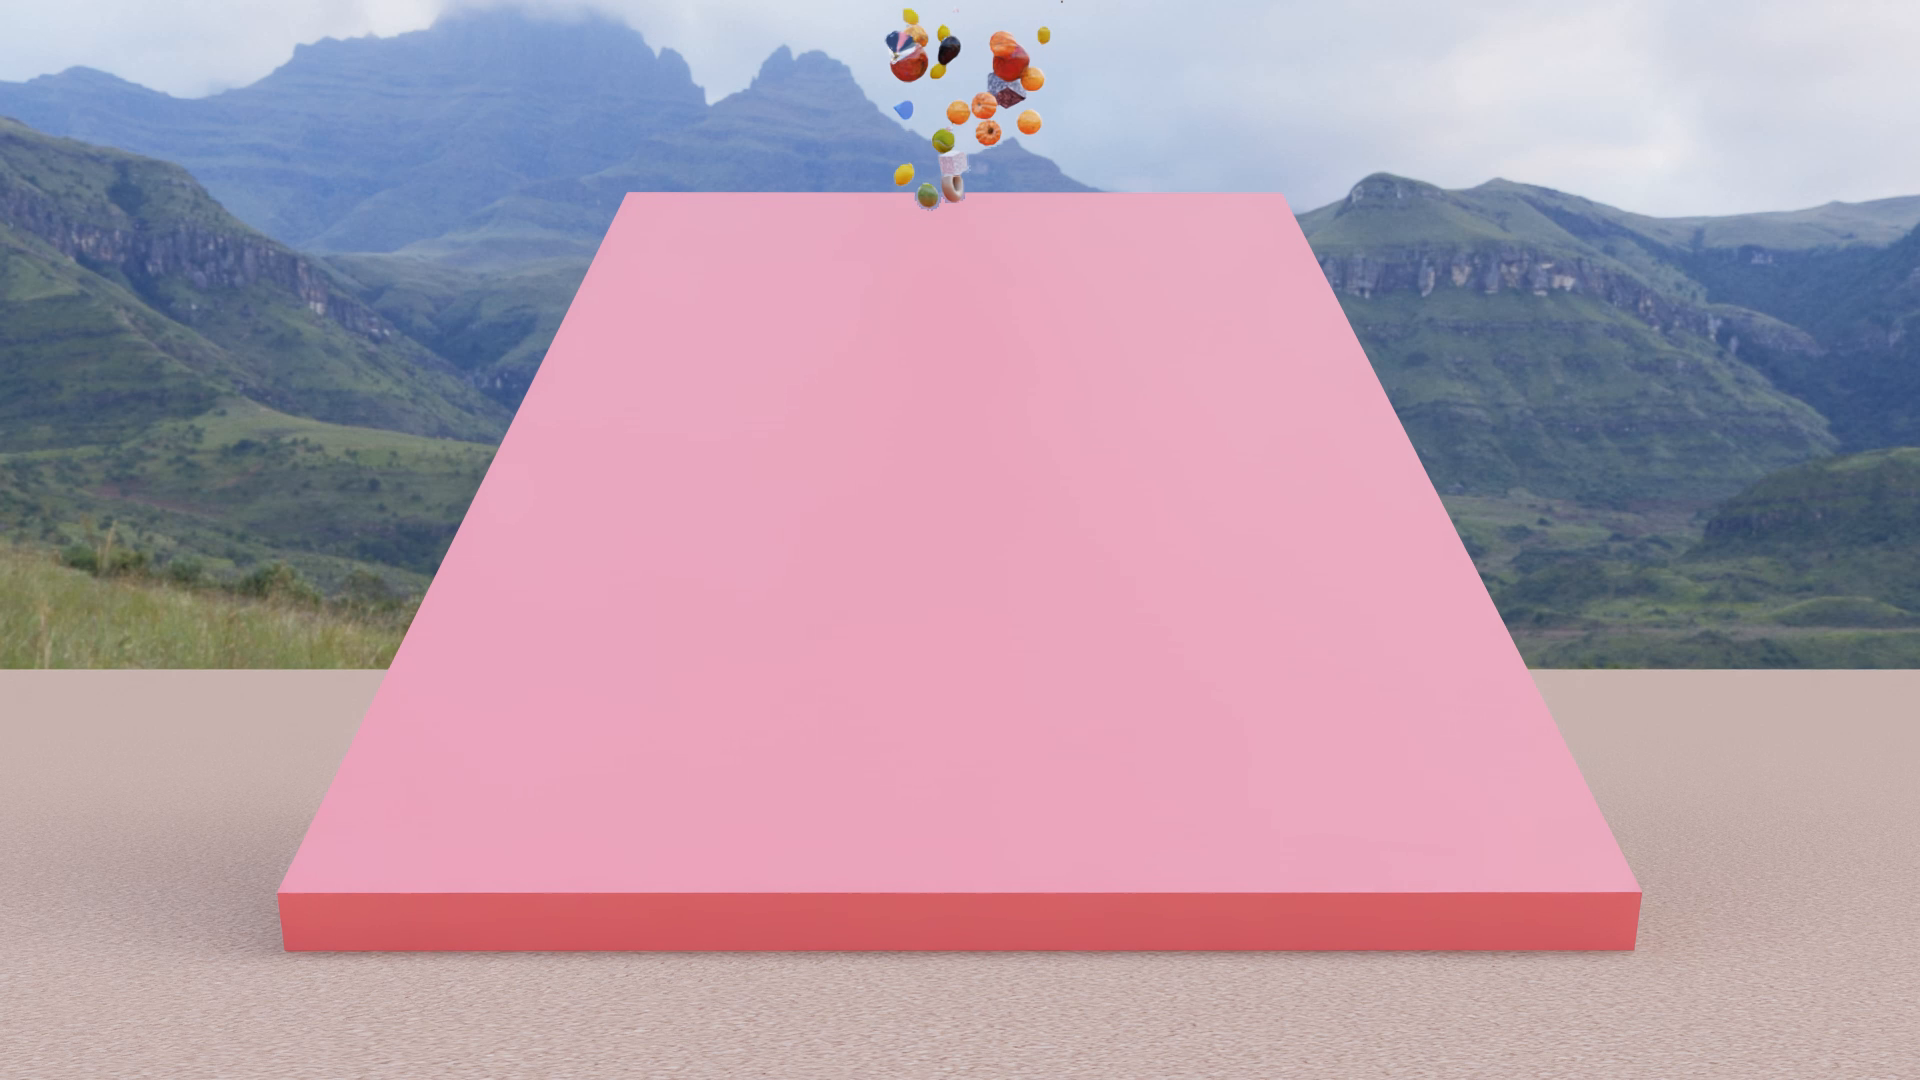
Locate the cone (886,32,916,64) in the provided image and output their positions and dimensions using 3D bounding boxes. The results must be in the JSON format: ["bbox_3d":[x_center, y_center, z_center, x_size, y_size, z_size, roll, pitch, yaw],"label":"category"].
[{"bbox_3d":[-0.179,-1.375,6.547,0.089,0.089,0.089,1,-30,-18],"label":"cone"}]

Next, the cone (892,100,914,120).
[{"bbox_3d":[-0.177,-1.260,6.759,0.057,0.057,0.057,21,11,39],"label":"cone"}]

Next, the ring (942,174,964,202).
[{"bbox_3d":[-0.023,-1.068,6.952,0.036,0.107,0.107,-6,-5,27],"label":"ring"}]

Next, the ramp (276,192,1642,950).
[{"bbox_3d":[-0.007,-0.226,5.248,2.000,0.100,4.000,0,23,0],"label":"ramp"}]

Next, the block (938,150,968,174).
[{"bbox_3d":[-0.020,-1.100,6.744,0.055,0.055,0.055,10,32,44],"label":"block"}]

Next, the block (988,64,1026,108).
[{"bbox_3d":[0.140,-1.348,6.882,0.082,0.082,0.082,-20,-29,40],"label":"block"}]

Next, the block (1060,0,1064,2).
[{"bbox_3d":[0.305,-1.684,6.952,0.080,0.080,0.080,37,-27,20],"label":"block"}]
